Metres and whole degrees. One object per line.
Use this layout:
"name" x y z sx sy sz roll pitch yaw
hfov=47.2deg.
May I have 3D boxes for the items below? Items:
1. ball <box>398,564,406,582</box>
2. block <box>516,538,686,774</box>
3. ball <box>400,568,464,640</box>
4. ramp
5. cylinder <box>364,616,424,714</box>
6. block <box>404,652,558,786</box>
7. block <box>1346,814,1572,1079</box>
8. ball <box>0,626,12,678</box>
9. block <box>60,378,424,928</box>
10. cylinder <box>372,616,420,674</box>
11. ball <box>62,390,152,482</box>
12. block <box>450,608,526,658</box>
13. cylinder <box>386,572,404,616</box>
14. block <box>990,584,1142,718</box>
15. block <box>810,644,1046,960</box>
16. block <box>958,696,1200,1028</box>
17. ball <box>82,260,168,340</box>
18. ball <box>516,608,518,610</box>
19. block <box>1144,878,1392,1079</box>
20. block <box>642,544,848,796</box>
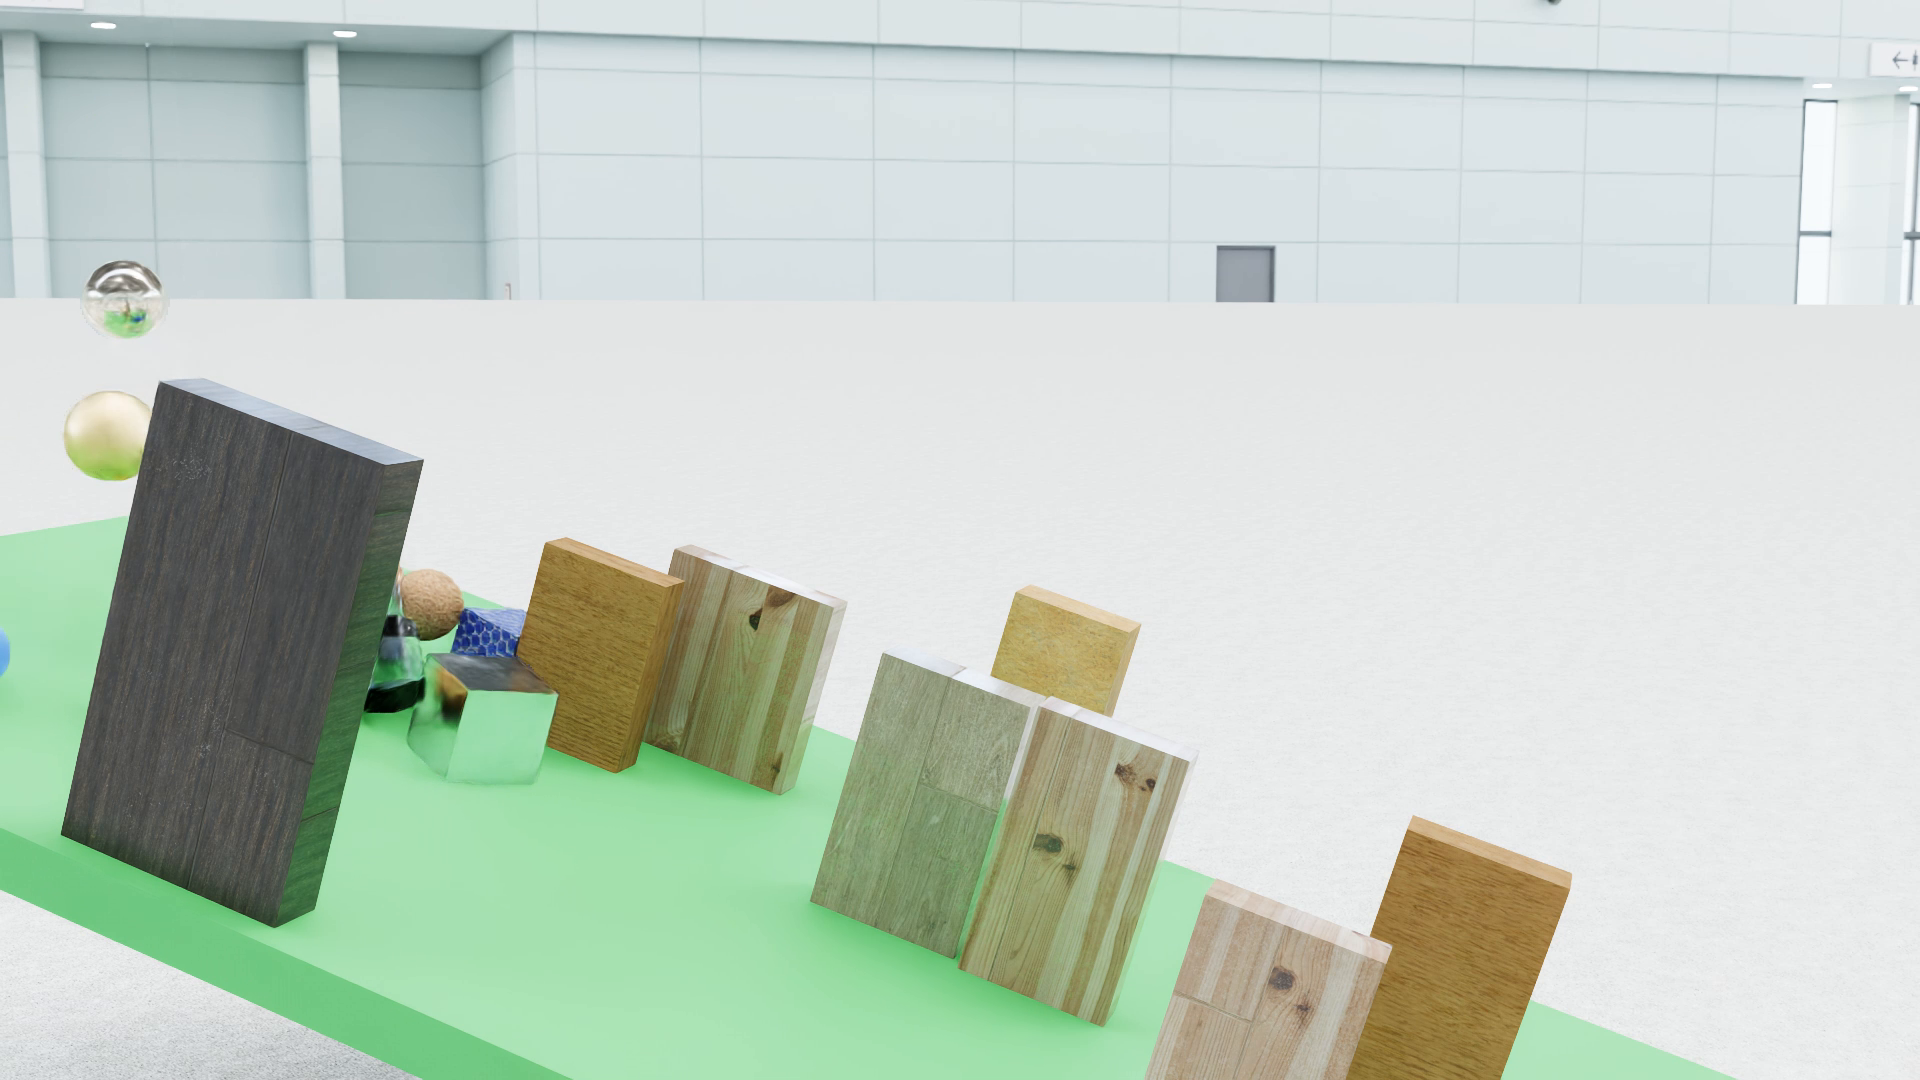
"ball" -1.354 0.101 5.079 0.148 0.148 0.148 0 7 0
"block" -0.770 0.238 4.584 0.283 0.412 0.095 19 12 14
"ball" -1.143 0.139 4.716 0.154 0.154 0.154 0 7 0
"ramp" -0.367 0.705 4.233 4.000 0.100 2.000 19 12 14
"cylinder" -1.166 0.254 4.470 0.147 0.147 0.147 -14 -28 -7
"block" -0.946 0.353 4.343 0.194 0.194 0.194 7 15 -40
"block" 0.766 0.792 3.600 0.267 0.621 0.098 19 12 14
"ball" -1.796 0.204 3.983 0.143 0.143 0.143 0 7 0
"block" -1.139 0.175 3.472 0.412 0.768 0.110 19 12 14
"cylinder" -1.240 0.226 4.742 0.111 0.111 0.111 2 8 12
"ball" -1.660 -0.203 4.304 0.179 0.179 0.179 0 7 0
"block" -0.974 0.262 4.750 0.178 0.178 0.178 24 10 33
"cylinder" -1.249 0.148 4.593 0.165 0.165 0.165 -12 -23 -5
"block" 0.194 0.392 4.958 0.270 0.513 0.131 19 12 14
"block" -0.063 0.490 4.144 0.299 0.510 0.107 19 12 14
"block" 0.215 0.588 4.029 0.292 0.527 0.093 19 12 14
"ball" -1.770 -0.509 4.660 0.169 0.169 0.169 0 7 0
"ball" -1.016 0.220 4.942 0.137 0.137 0.137 0 7 0
"block" 0.422 0.806 3.269 0.274 0.534 0.090 19 12 14
"block" -0.485 0.278 4.747 0.380 0.432 0.087 19 12 14
